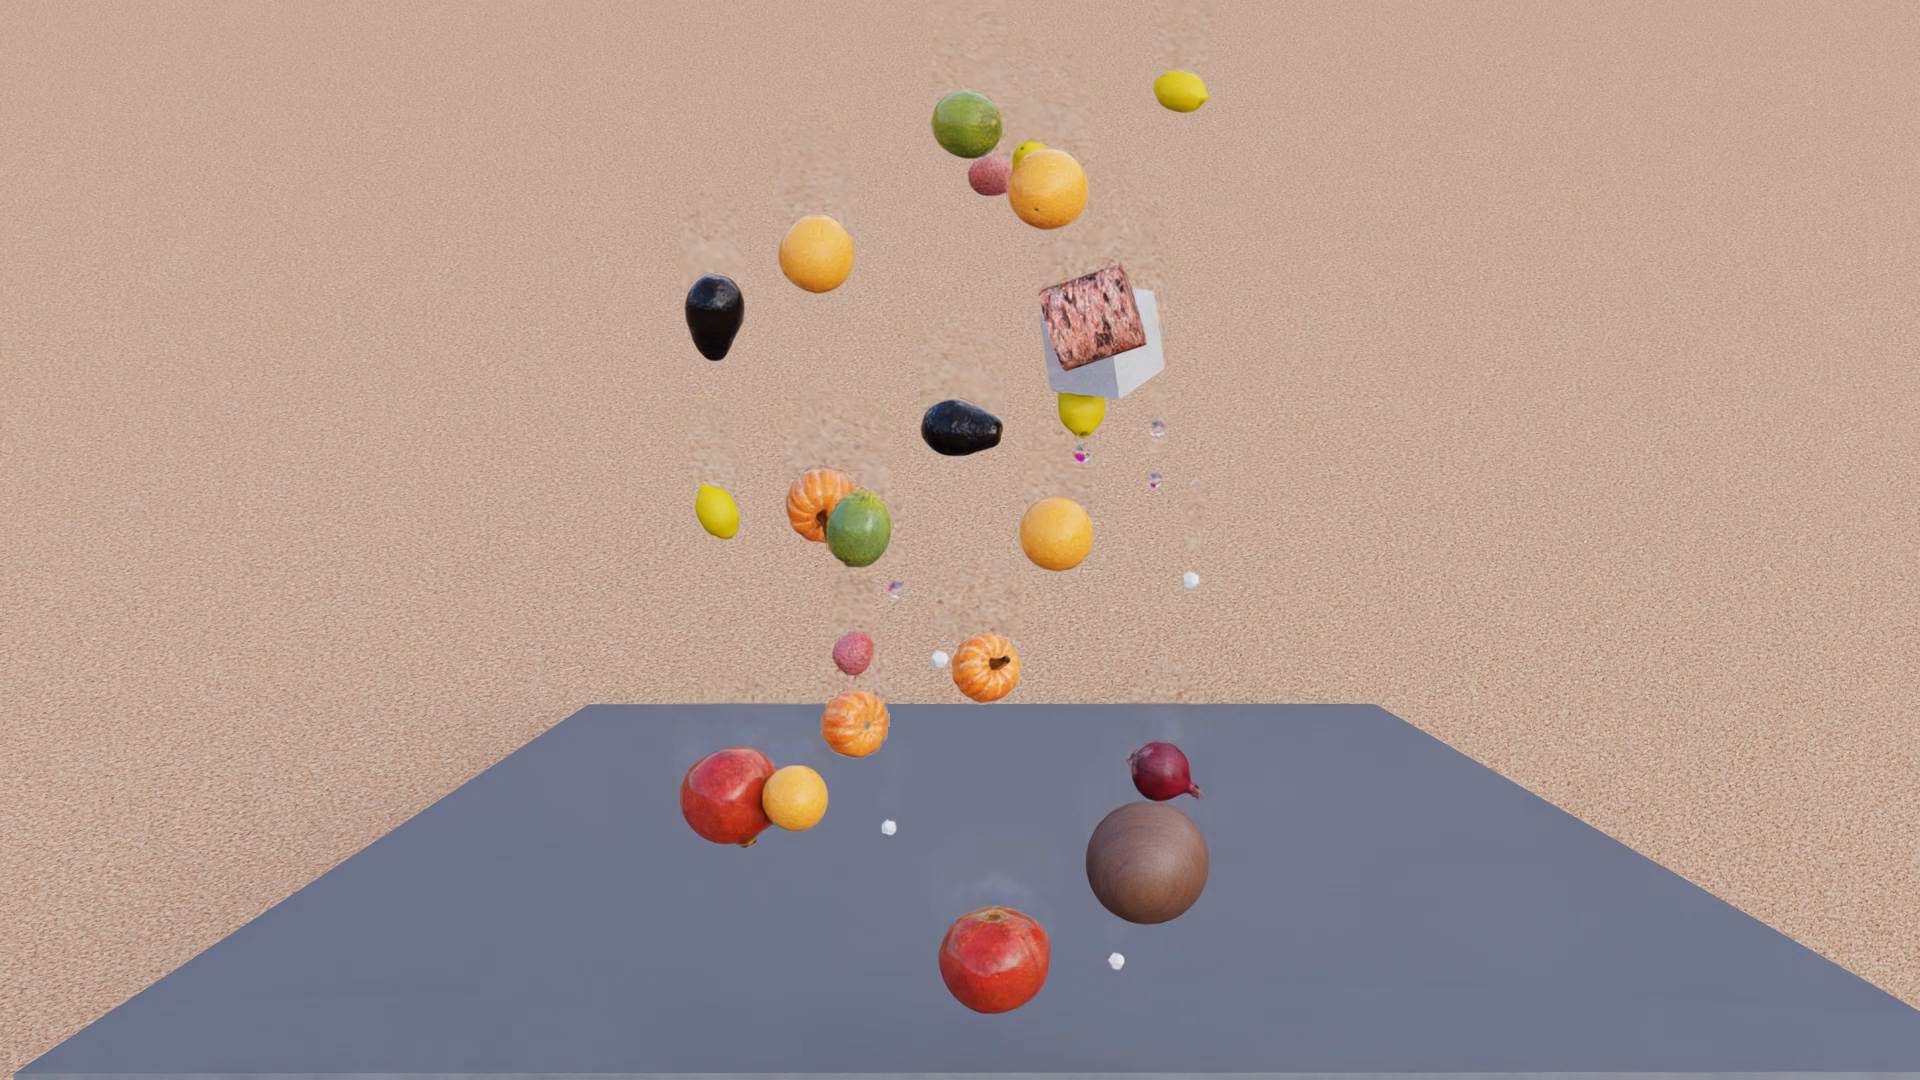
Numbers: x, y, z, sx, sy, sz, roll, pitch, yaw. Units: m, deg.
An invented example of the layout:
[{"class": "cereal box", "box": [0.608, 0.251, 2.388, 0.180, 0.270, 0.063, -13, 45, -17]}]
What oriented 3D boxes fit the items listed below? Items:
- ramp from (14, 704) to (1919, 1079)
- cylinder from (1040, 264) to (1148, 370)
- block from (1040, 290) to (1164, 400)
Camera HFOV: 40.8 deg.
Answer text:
[{"class": "ramp", "box": [0.058, 0.523, 4.561, 2.000, 0.100, 4.000, 0, 2, 0]}, {"class": "cylinder", "box": [0.120, -0.201, 2.331, 0.077, 0.077, 0.077, -18, 24, 9]}, {"class": "block", "box": [0.147, -0.206, 2.673, 0.086, 0.086, 0.086, 9, 30, 36]}]
